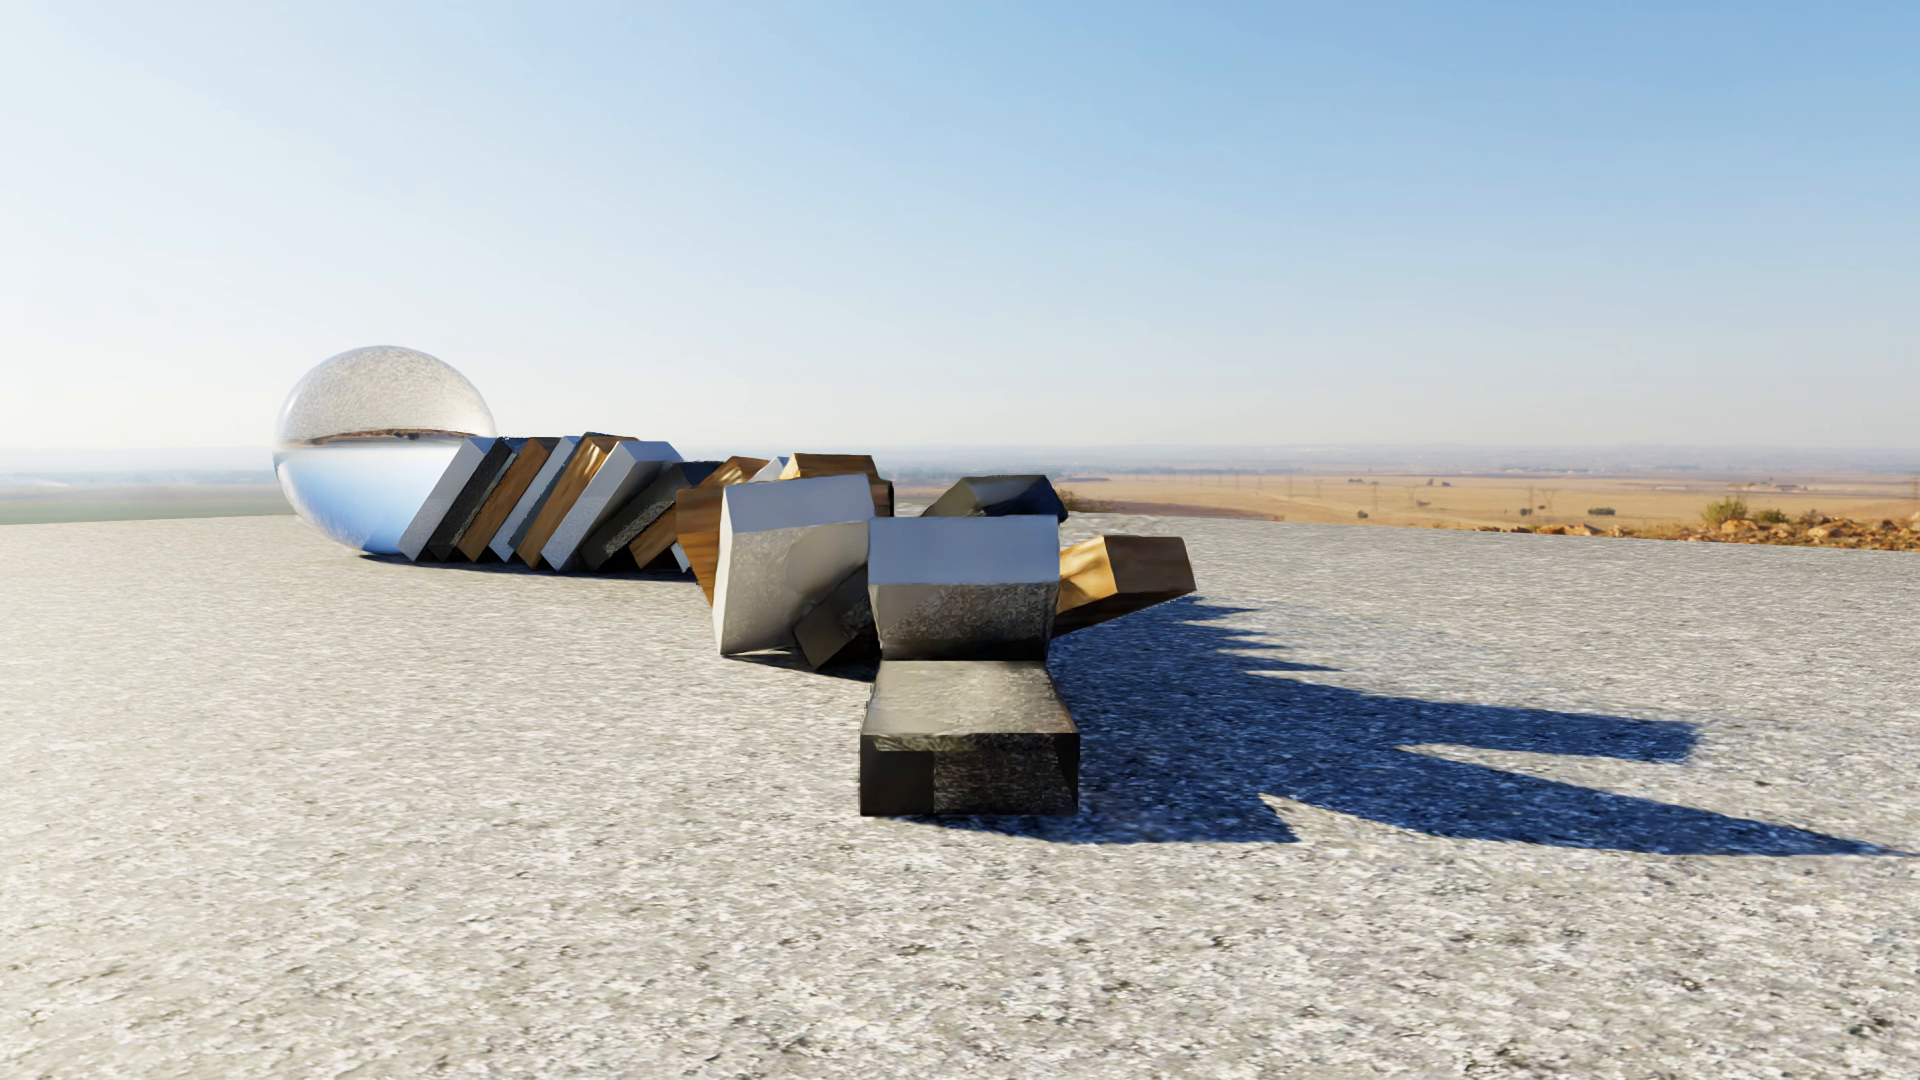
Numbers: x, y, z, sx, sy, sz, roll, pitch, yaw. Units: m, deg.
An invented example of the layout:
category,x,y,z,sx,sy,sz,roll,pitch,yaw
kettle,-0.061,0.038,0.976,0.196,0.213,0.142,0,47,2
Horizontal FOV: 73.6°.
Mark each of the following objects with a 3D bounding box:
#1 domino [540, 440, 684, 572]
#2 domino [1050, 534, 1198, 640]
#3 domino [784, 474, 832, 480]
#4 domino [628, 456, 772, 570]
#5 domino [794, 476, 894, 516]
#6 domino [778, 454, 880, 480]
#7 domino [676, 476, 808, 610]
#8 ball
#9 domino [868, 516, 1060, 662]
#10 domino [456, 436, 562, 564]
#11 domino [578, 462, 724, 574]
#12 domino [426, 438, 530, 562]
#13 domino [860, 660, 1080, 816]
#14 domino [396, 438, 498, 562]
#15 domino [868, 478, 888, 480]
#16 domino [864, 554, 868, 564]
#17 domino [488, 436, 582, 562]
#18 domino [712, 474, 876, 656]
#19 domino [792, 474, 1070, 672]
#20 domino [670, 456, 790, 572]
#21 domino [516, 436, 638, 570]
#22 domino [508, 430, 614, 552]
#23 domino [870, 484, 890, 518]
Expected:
category,x,y,z,sx,sy,sz,roll,pitch,yaw
domino,-0.116,-0.011,0.429,0.009,0.050,0.025,46,20,15
domino,0.013,0.012,0.226,0.050,0.010,0.025,-23,-15,37
domino,-0.037,0.003,0.280,0.025,0.010,0.050,-6,-27,-1
domino,-0.081,-0.008,0.417,0.050,0.010,0.025,-37,-16,22
domino,-0.035,0.000,0.341,0.025,0.009,0.050,1,-26,-15
domino,-0.046,-0.006,0.381,0.025,0.009,0.050,-1,-36,-33
domino,-0.040,0.005,0.261,0.025,0.010,0.050,-6,-27,-1
ball,-0.219,-0.034,0.493,0.080,0.080,0.080,0,4,0
domino,0.001,0.011,0.191,0.025,0.010,0.050,-1,-23,0
domino,-0.157,-0.015,0.462,0.010,0.050,0.025,41,13,10
domino,-0.100,-0.008,0.424,0.050,0.010,0.025,-37,-11,22
domino,-0.169,-0.015,0.465,0.010,0.050,0.025,41,14,10
domino,0.001,0.025,0.172,0.025,0.009,0.050,0,4,-1
domino,-0.181,-0.015,0.468,0.009,0.050,0.025,41,14,10
domino,-0.040,-0.001,0.364,0.025,0.010,0.050,-2,-25,-26
domino,-0.034,0.002,0.300,0.025,0.010,0.050,-4,-27,-3
domino,-0.145,-0.015,0.459,0.009,0.050,0.025,41,13,11
domino,-0.032,0.006,0.242,0.025,0.009,0.050,-6,-28,-17
domino,-0.006,0.006,0.238,0.050,0.010,0.025,-40,-20,32
domino,-0.066,-0.008,0.411,0.050,0.010,0.025,-37,-17,22
domino,-0.127,-0.013,0.436,0.009,0.050,0.025,42,19,16
domino,-0.134,-0.015,0.449,0.010,0.050,0.025,42,13,16
domino,-0.033,0.002,0.323,0.025,0.010,0.050,-1,-25,-10
